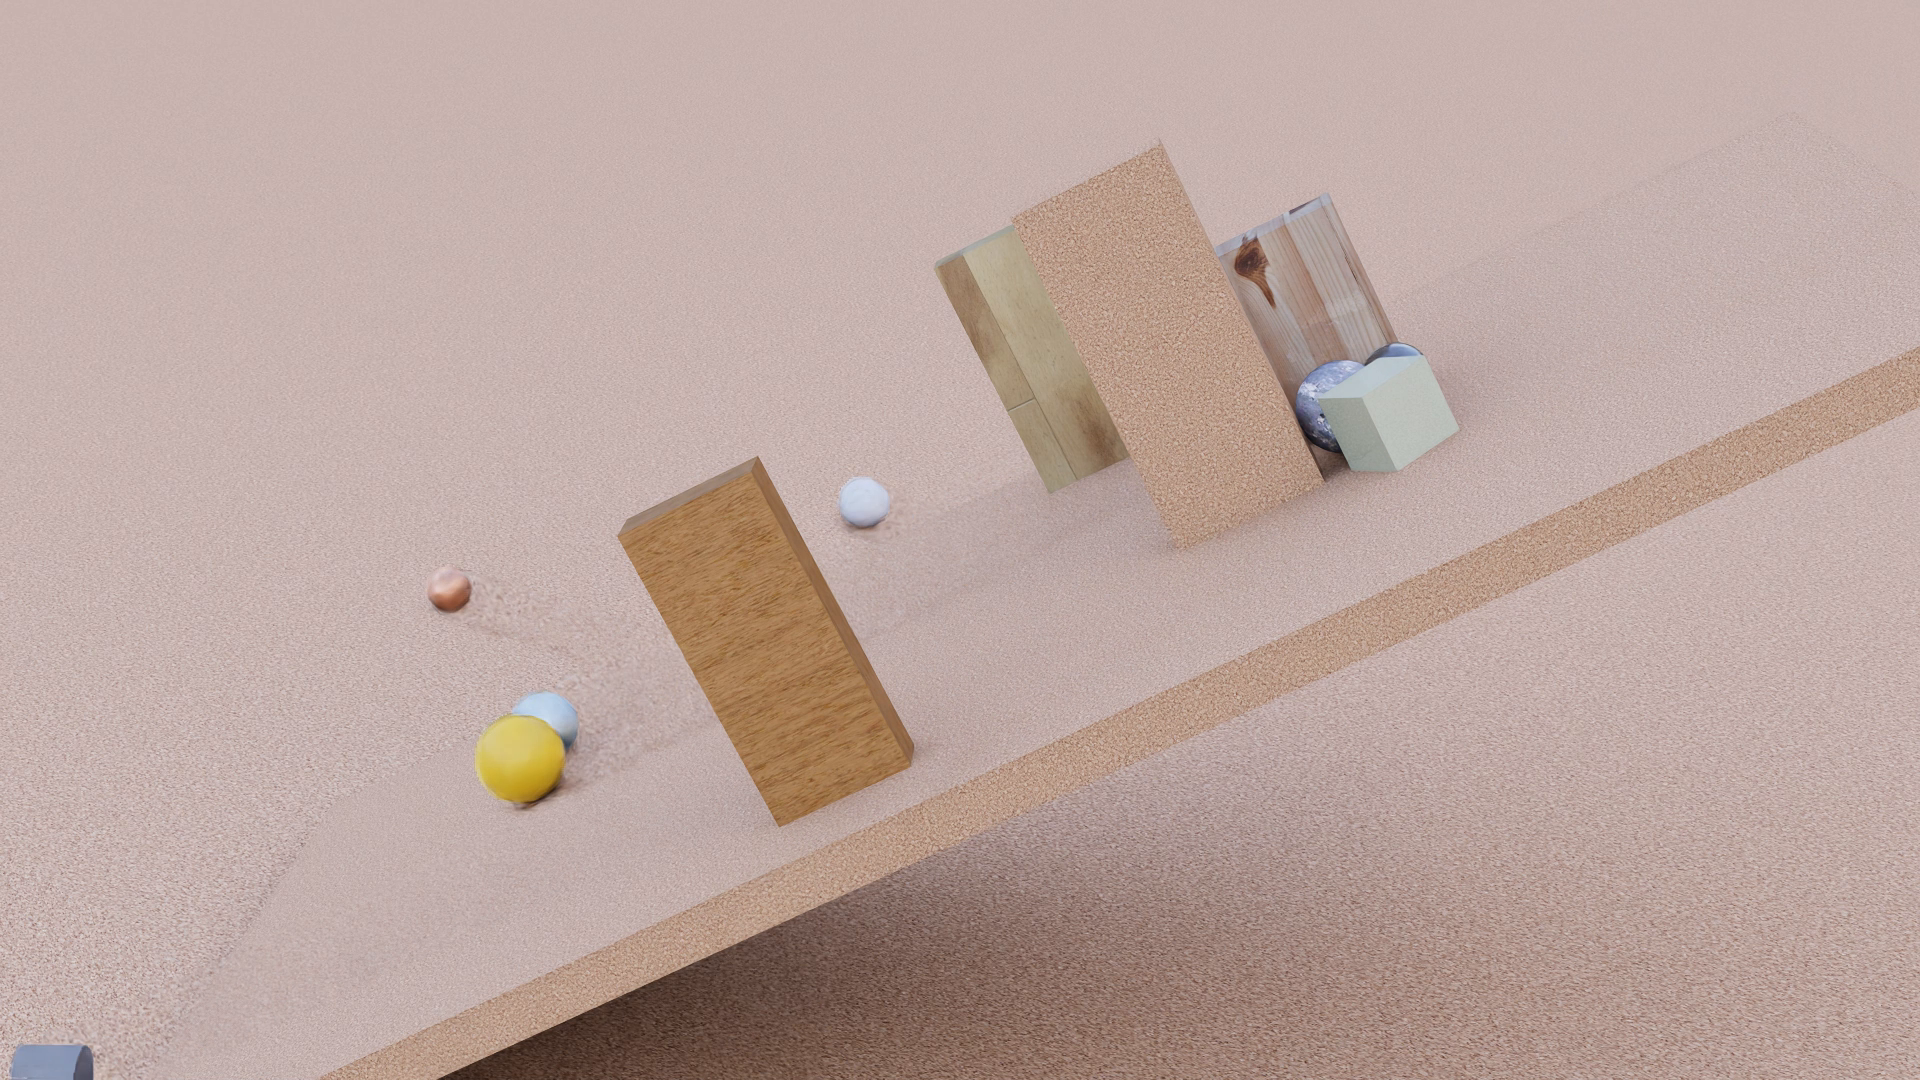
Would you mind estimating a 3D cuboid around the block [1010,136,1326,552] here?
[{"bbox_3d":[0.421,-0.391,5.935,0.328,0.768,0.109,-25,14,10],"label":"block"}]

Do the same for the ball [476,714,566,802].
[{"bbox_3d":[-0.988,0.492,6.628,0.199,0.199,0.199,0,17,0],"label":"ball"}]

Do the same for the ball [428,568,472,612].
[{"bbox_3d":[-1.628,0.159,9.382,0.138,0.138,0.138,0,17,0],"label":"ball"}]

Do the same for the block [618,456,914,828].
[{"bbox_3d":[-0.362,0.195,5.561,0.282,0.644,0.115,-25,14,10],"label":"block"}]

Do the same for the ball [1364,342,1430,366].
[{"bbox_3d":[0.910,-0.339,6.127,0.147,0.147,0.147,0,17,0],"label":"ball"}]

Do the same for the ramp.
[{"bbox_3d":[0.139,0.168,6.281,4.000,0.100,2.000,-25,14,10],"label":"ramp"}]

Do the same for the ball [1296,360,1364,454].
[{"bbox_3d":[0.784,-0.274,6.034,0.191,0.191,0.191,0,17,0],"label":"ball"}]

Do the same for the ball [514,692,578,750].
[{"bbox_3d":[-0.973,0.435,6.903,0.155,0.155,0.155,0,17,0],"label":"ball"}]

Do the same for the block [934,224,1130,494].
[{"bbox_3d":[0.201,-0.439,6.891,0.277,0.601,0.093,-25,14,10],"label":"block"}]

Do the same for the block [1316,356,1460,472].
[{"bbox_3d":[0.854,-0.252,5.870,0.168,0.168,0.168,-33,14,-20],"label":"block"}]

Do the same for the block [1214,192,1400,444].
[{"bbox_3d":[0.705,-0.442,6.245,0.388,0.453,0.119,-25,14,10],"label":"block"}]

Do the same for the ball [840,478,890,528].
[{"bbox_3d":[-0.333,-0.129,10.282,0.173,0.173,0.173,0,17,0],"label":"ball"}]
